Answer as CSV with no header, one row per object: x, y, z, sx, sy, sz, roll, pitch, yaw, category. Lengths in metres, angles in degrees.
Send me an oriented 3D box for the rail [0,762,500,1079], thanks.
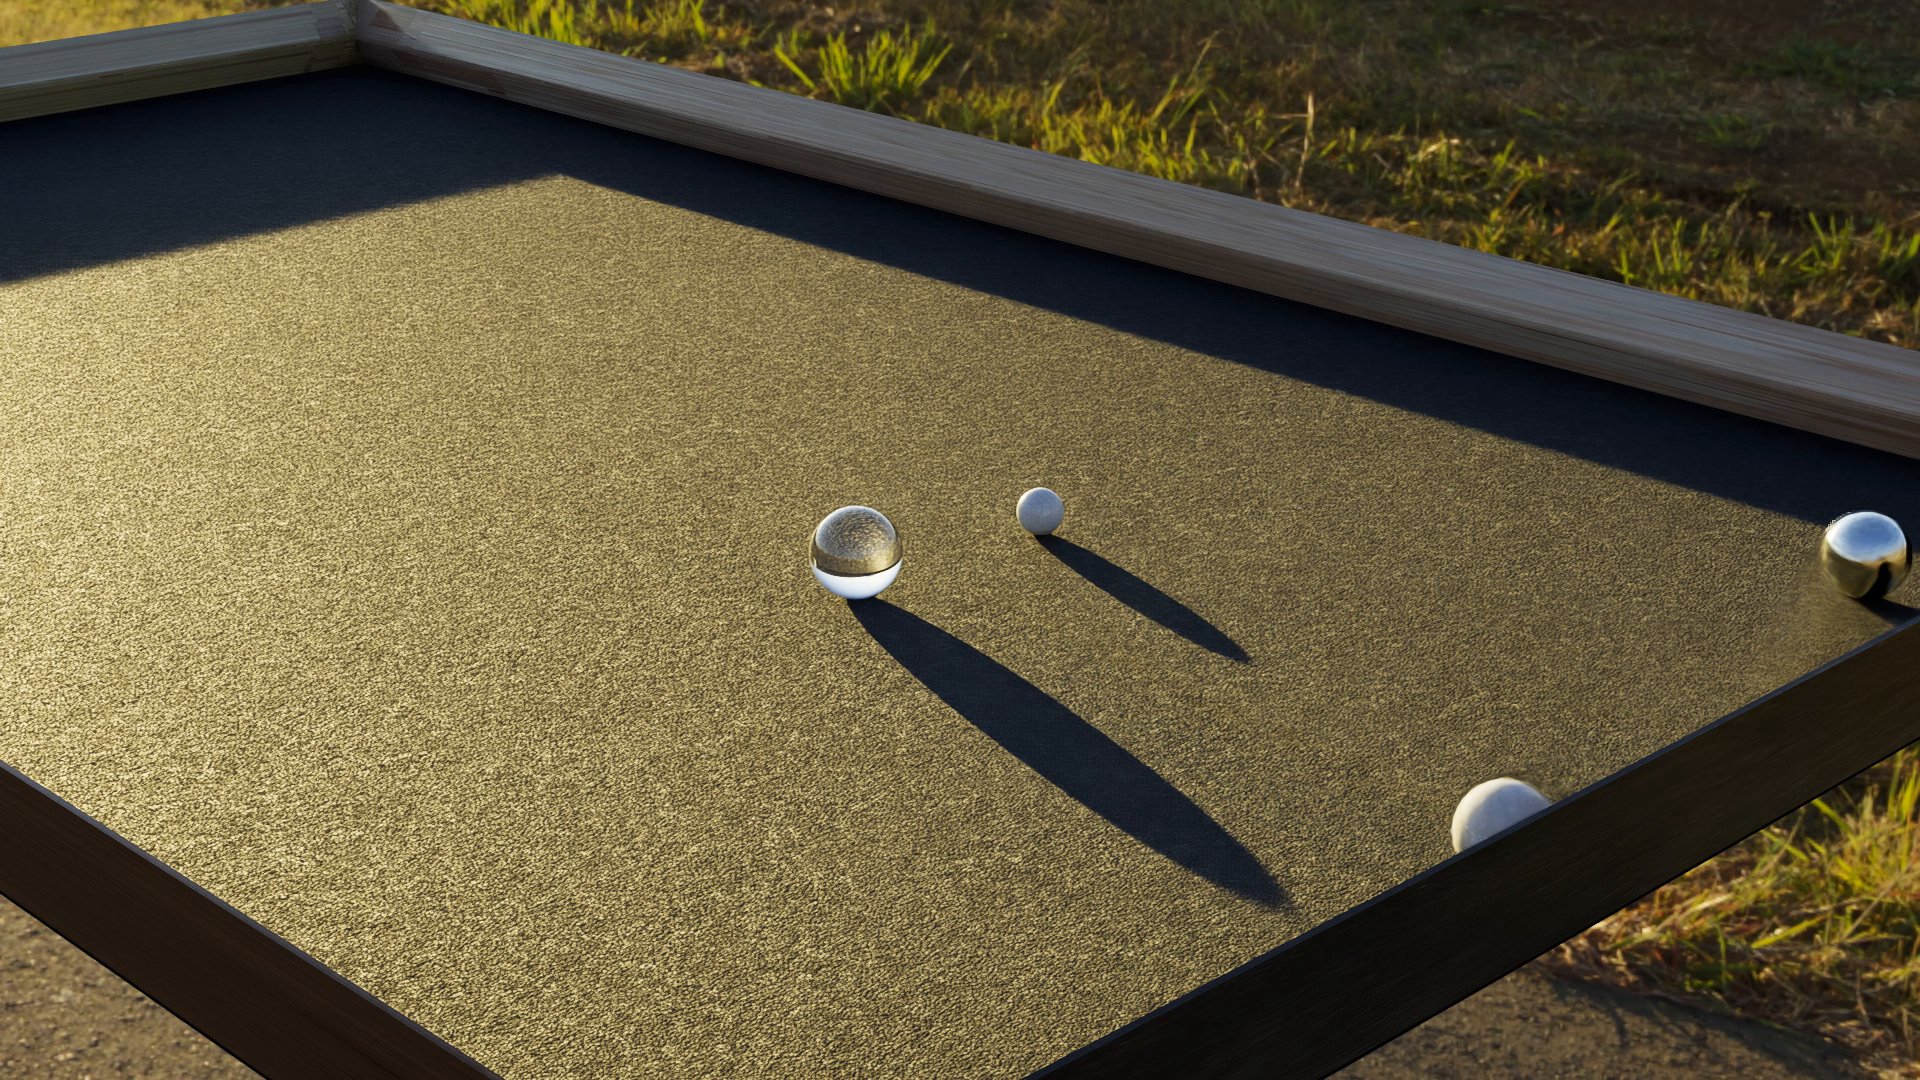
-1.214,0.001,2.636,0.045,0.111,3.205,-19,28,-41,rail

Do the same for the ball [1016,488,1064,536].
0.077,-0.027,2.808,0.046,0.046,0.046,0,21,0,ball

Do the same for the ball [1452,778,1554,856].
0.395,0.211,2.127,0.078,0.078,0.078,0,21,0,ball

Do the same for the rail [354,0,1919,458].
0.099,-0.445,3.829,0.045,0.111,3.205,-19,28,-41,rail

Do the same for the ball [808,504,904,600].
-0.094,0.011,2.649,0.086,0.086,0.086,0,21,0,ball

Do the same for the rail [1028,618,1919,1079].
0.541,0.175,2.171,1.876,0.111,0.045,-19,28,-41,rail

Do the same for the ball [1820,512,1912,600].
0.817,0.014,2.650,0.080,0.080,0.080,0,21,0,ball

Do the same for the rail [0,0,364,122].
-1.656,-0.620,4.294,1.876,0.111,0.045,-19,28,-41,rail
